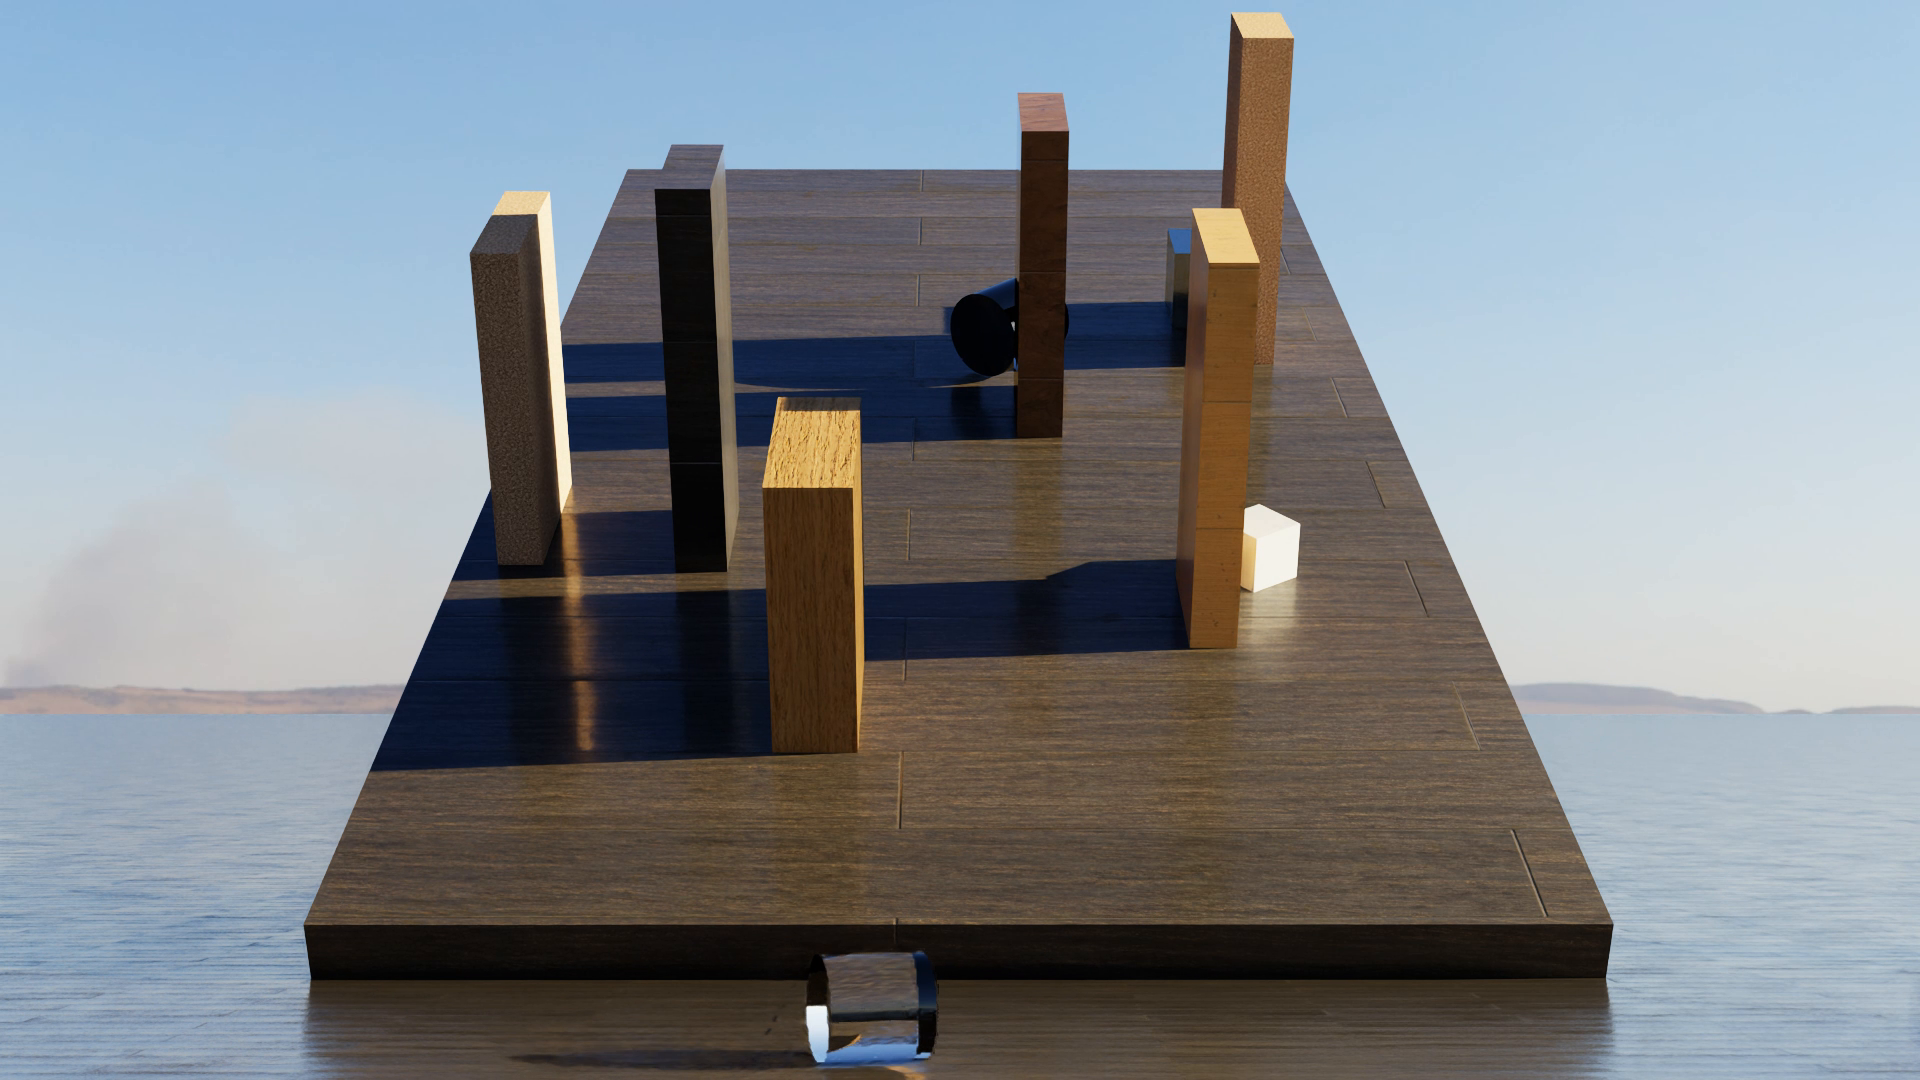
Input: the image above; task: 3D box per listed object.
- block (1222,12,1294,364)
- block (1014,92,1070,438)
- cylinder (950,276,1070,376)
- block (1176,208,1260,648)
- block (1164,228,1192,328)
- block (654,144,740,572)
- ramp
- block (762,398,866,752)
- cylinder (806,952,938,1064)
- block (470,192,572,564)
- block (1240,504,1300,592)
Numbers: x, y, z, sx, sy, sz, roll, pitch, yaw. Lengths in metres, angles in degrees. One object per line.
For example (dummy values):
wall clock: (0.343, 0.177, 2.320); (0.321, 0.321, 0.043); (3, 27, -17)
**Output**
block: (0.705, -0.843, 5.658); (0.116, 0.799, 0.255); (0, 26, 0)
block: (0.180, -0.619, 5.292); (0.102, 0.707, 0.316); (0, 26, 0)
cylinder: (0.120, -0.521, 5.672); (0.204, 0.204, 0.204); (-4, 16, 44)
block: (0.474, -0.206, 4.370); (0.088, 0.756, 0.308); (0, 26, 0)
block: (0.634, -0.668, 5.991); (0.197, 0.197, 0.197); (0, 26, -1)
block: (-0.515, -0.356, 4.643); (0.103, 0.789, 0.297); (0, 26, 0)
ramp: (-0.009, -0.229, 5.411); (2.000, 0.100, 4.000); (0, 26, 0)
block: (-0.250, 0.056, 4.115); (0.147, 0.501, 0.393); (0, 26, 0)
cylinder: (-0.105, 0.553, 2.778); (0.127, 0.127, 0.127); (1, -4, -16)
block: (-0.881, -0.330, 4.744); (0.090, 0.653, 0.395); (0, 26, 0)
block: (0.587, 0.016, 4.650); (0.116, 0.116, 0.116); (-18, 31, -33)
